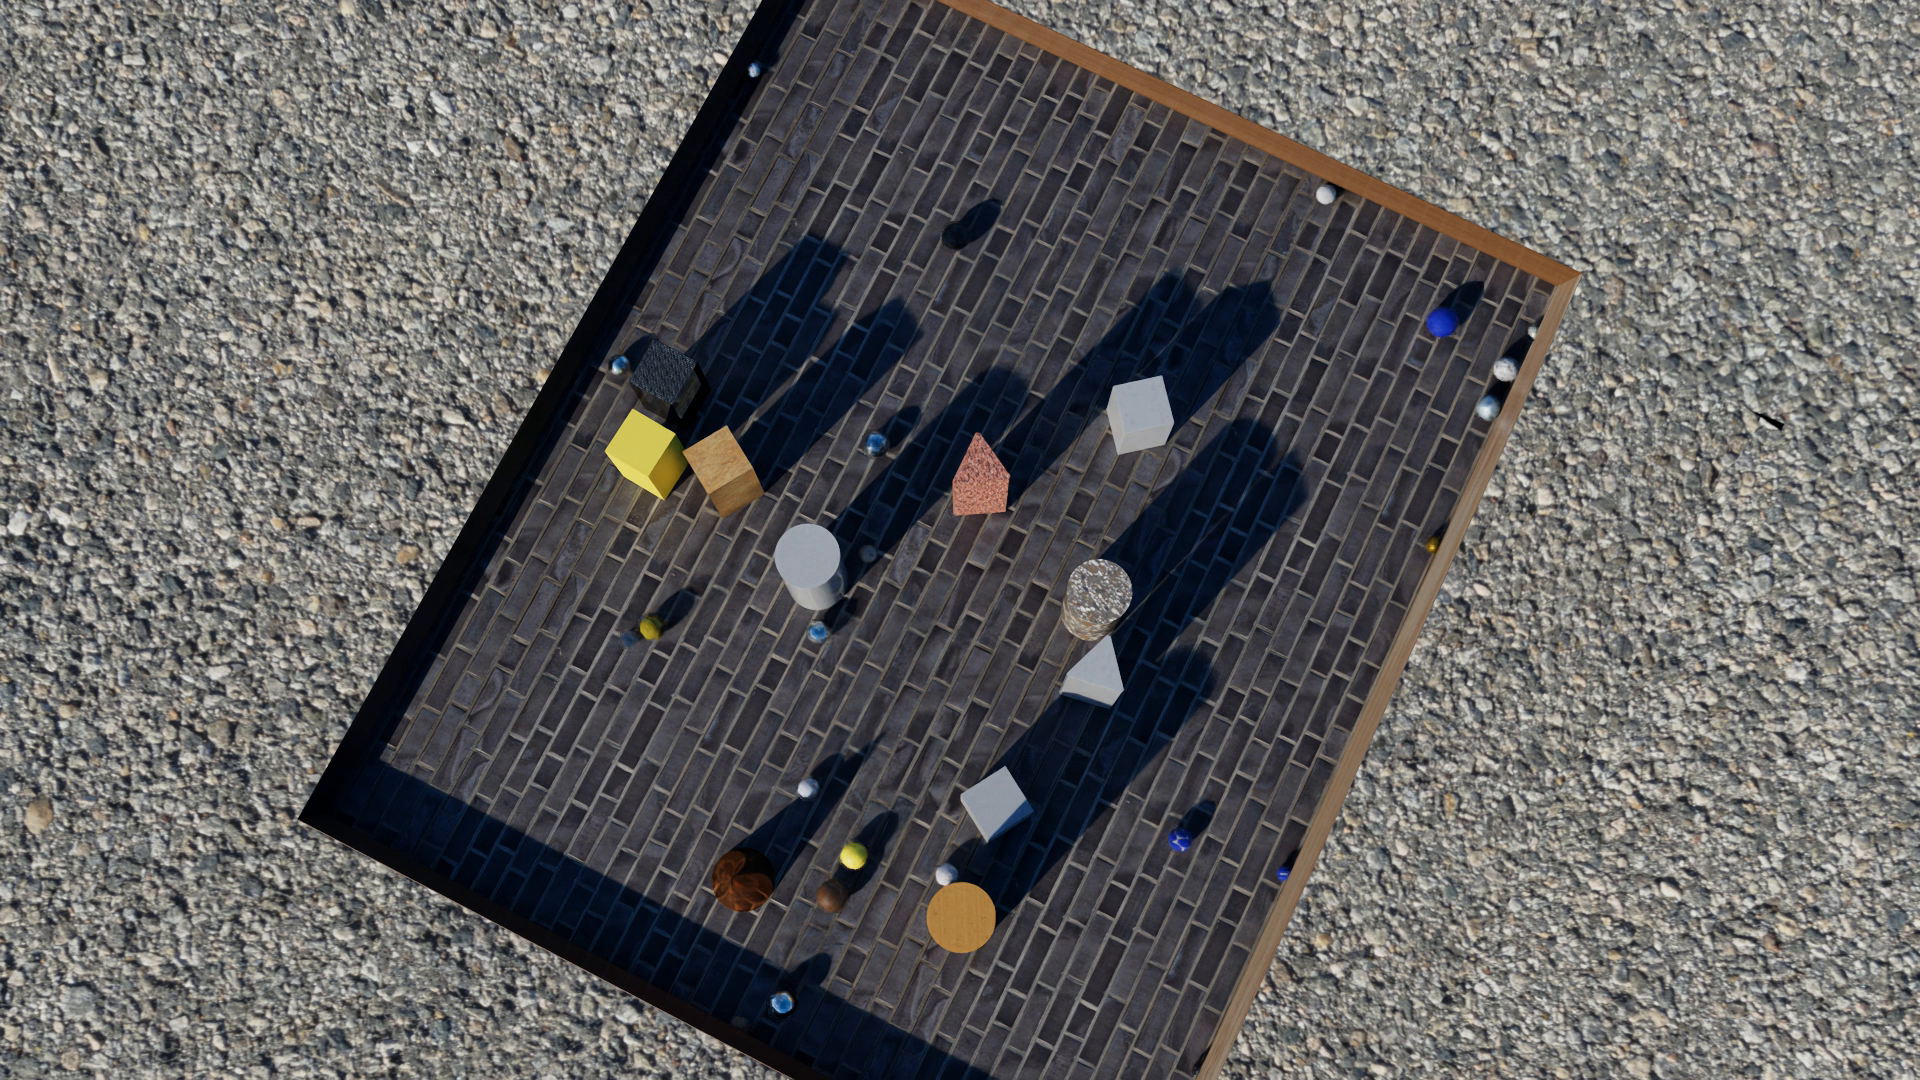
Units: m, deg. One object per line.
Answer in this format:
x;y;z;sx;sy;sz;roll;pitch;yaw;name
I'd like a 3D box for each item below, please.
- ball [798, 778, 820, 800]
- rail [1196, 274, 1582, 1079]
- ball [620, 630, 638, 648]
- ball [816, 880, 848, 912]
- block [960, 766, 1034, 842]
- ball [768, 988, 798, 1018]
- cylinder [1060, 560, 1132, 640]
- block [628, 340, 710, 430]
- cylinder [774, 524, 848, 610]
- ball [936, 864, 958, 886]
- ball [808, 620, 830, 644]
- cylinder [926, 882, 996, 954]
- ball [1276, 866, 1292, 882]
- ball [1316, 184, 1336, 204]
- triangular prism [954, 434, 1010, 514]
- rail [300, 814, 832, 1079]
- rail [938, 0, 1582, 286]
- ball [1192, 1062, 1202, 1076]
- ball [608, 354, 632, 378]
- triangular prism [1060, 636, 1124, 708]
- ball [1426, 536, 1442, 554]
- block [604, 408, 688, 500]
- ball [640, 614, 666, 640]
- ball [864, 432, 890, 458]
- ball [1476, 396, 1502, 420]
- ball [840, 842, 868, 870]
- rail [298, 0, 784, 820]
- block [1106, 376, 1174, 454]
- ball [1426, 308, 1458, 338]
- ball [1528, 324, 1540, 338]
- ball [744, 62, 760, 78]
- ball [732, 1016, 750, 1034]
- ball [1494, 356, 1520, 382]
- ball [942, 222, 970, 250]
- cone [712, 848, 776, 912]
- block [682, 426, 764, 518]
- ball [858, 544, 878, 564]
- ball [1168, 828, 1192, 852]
-0.448;0.736;5.432;0.064;0.064;0.064;0;78;0;ball
1.186;0.587;5.432;0.045;0.122;3.219;26;80;5;rail
-0.999;0.300;5.528;0.052;0.052;0.052;0;78;0;ball
-0.372;1.038;5.355;0.091;0.091;0.091;0;78;0;ball
0.105;0.770;5.316;0.150;0.277;0.150;-32;80;-6;block
-0.513;1.340;5.296;0.085;0.085;0.085;0;78;0;ball
0.400;0.180;5.408;0.188;0.334;0.188;0;78;0;cylinder
-0.878;-0.468;5.563;0.150;0.294;0.150;28;80;5;block
-0.435;0.083;5.405;0.188;0.380;0.188;0;78;0;cylinder
-0.038;0.983;5.379;0.067;0.067;0.067;0;78;0;ball
-0.425;0.279;5.523;0.070;0.070;0.070;0;78;0;ball
0.004;1.063;5.161;0.188;0.461;0.188;0;78;0;cylinder
0.957;0.981;5.389;0.048;0.048;0.048;0;78;0;ball
1.162;-1.096;5.811;0.063;0.063;0.063;0;78;0;ball
0.056;-0.196;5.438;0.163;0.428;0.141;-5;78;-1;triangular prism
-0.709;1.395;5.265;2.700;0.122;0.045;26;80;5;rail
0.709;-1.382;5.839;2.700;0.122;0.045;26;80;5;rail
0.690;1.525;5.280;0.040;0.040;0.040;0;78;0;ball
-1.057;-0.541;5.692;0.071;0.071;0.071;0;78;0;ball
0.396;0.375;5.323;0.163;0.422;0.141;16;79;3;triangular prism
1.446;0.017;5.586;0.052;0.052;0.052;0;78;0;ball
-0.935;-0.254;5.510;0.150;0.311;0.150;30;80;6;block
-0.926;0.263;5.523;0.077;0.077;0.077;0;78;0;ball
-0.256;-0.294;5.635;0.082;0.082;0.082;0;78;0;ball
1.634;-0.407;5.661;0.077;0.077;0.077;0;78;0;ball
-0.311;0.927;5.384;0.079;0.079;0.079;0;78;0;ball
-1.186;-0.574;5.672;0.045;0.122;3.219;26;80;5;rail
0.545;-0.377;5.564;0.150;0.256;0.150;-12;79;-3;block
1.502;-0.677;5.709;0.094;0.094;0.094;0;78;0;ball
1.798;-0.651;5.729;0.043;0.043;0.043;0;78;0;ball
-0.668;-1.514;5.903;0.052;0.052;0.052;0;78;0;ball
-0.635;1.405;5.299;0.052;0.052;0.052;0;78;0;ball
1.695;-0.529;5.686;0.078;0.078;0.078;0;78;0;ball
-0.011;-0.955;5.769;0.089;0.089;0.089;0;78;0;ball
-0.639;0.973;5.266;0.188;0.291;0.188;0;78;0;cone
-0.704;-0.200;5.487;0.150;0.334;0.150;-31;80;-6;block
-0.280;0.042;5.579;0.057;0.057;0.057;0;78;0;ball
0.648;0.883;5.397;0.072;0.072;0.072;0;78;0;ball
